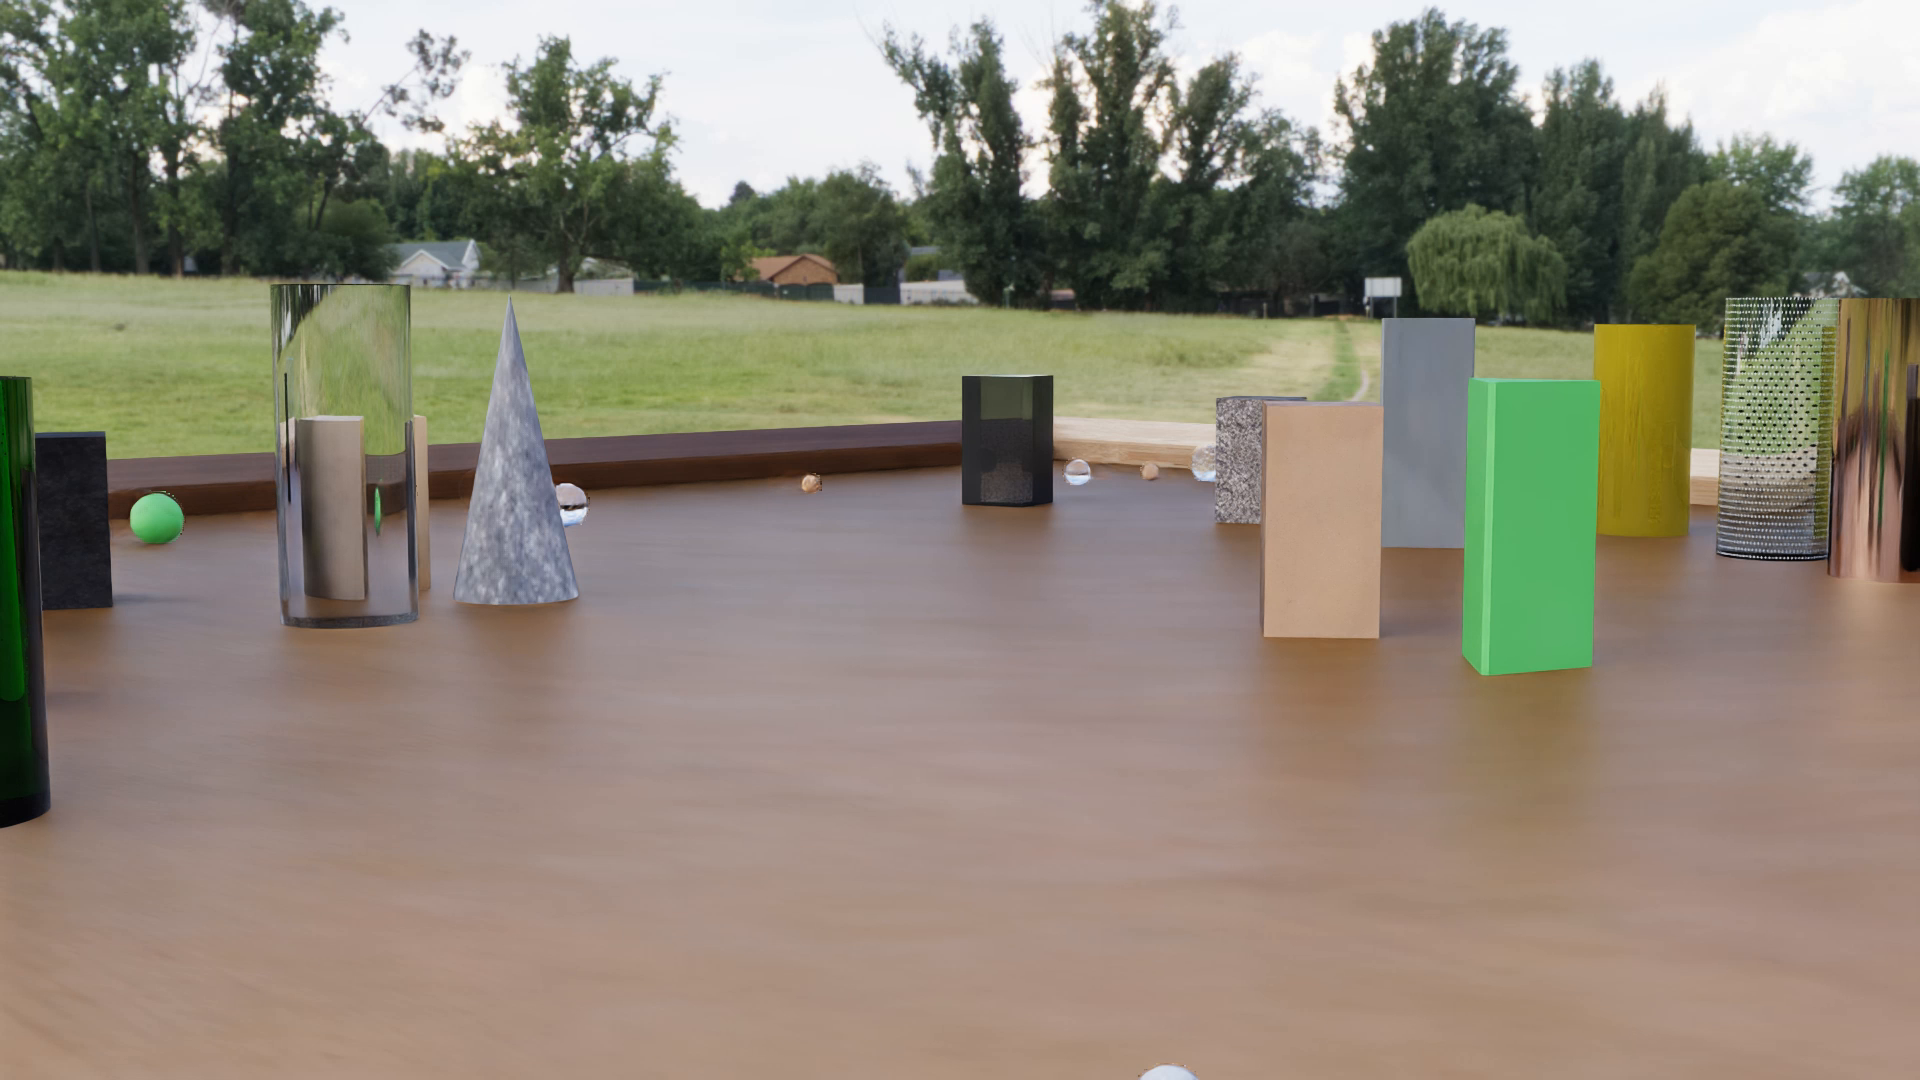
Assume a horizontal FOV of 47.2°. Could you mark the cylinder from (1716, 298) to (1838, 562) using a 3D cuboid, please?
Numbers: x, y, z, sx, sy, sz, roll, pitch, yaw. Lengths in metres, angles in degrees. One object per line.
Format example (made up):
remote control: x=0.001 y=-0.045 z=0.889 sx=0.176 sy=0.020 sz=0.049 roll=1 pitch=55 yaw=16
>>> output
cylinder: x=1.473 y=-0.203 z=3.963 sx=0.193 sy=0.464 sz=0.193 roll=0 pitch=6 yaw=0

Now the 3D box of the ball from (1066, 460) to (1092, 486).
ball: x=0.298 y=-0.170 z=5.555 sx=0.066 sy=0.066 sz=0.066 roll=0 pitch=6 yaw=0

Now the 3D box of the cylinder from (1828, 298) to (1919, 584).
cylinder: x=1.553 y=-0.169 z=3.652 sx=0.193 sy=0.462 sz=0.193 roll=0 pitch=6 yaw=0

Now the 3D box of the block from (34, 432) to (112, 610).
block: x=-1.370 y=-0.031 z=3.325 sx=0.155 sy=0.256 sz=0.155 roll=-2 pitch=6 yaw=-21

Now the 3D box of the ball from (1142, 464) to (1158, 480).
ball: x=0.497 y=-0.176 z=5.726 sx=0.043 sy=0.043 sz=0.043 roll=0 pitch=6 yaw=0

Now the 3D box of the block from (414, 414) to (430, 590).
block: x=-0.951 y=-0.062 z=3.527 sx=0.155 sy=0.275 sz=0.155 roll=-4 pitch=7 yaw=-30

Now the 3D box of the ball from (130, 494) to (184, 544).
ball: x=-1.524 y=-0.040 z=4.173 sx=0.097 sy=0.097 sz=0.097 roll=0 pitch=6 yaw=0

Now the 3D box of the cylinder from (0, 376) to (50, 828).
cylinder: x=-0.907 y=0.052 z=1.922 sx=0.193 sy=0.384 sz=0.193 roll=0 pitch=6 yaw=0

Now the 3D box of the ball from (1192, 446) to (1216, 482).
ball: x=0.643 y=-0.196 z=5.665 sx=0.094 sy=0.094 sz=0.094 roll=0 pitch=6 yaw=0

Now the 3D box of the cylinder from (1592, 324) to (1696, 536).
cylinder: x=1.359 y=-0.222 z=4.384 sx=0.193 sy=0.414 sz=0.193 roll=0 pitch=6 yaw=0

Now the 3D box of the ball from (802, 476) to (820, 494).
ball: x=-0.360 y=-0.134 z=5.314 sx=0.044 sy=0.044 sz=0.044 roll=0 pitch=6 yaw=0

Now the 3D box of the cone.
cone: x=-0.691 y=-0.146 z=3.396 sx=0.193 sy=0.469 sz=0.193 roll=0 pitch=6 yaw=0

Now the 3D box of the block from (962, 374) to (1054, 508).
block: x=0.110 y=-0.230 z=5.038 sx=0.155 sy=0.293 sz=0.155 roll=3 pitch=7 yaw=29

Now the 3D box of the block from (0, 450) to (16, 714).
block: x=-1.153 y=0.045 z=2.438 sx=0.155 sy=0.290 sz=0.155 roll=-4 pitch=7 yaw=-35

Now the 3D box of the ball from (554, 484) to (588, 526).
ball: x=-0.808 y=-0.072 z=4.514 sx=0.088 sy=0.088 sz=0.088 roll=0 pitch=6 yaw=0

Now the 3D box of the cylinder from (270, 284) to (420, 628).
cylinder: x=-0.878 y=-0.124 z=3.142 sx=0.193 sy=0.478 sz=0.193 roll=0 pitch=6 yaw=0

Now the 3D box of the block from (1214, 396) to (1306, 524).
block: x=0.635 y=-0.171 z=4.637 sx=0.155 sy=0.259 sz=0.155 roll=2 pitch=6 yaw=22

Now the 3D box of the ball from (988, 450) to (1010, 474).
ball: x=0.106 y=-0.214 z=5.989 sx=0.064 sy=0.064 sz=0.064 roll=0 pitch=6 yaw=0

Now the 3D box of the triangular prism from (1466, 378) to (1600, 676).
triangular prism: x=0.685 y=-0.023 z=2.764 sx=0.167 sy=0.357 sz=0.145 roll=-3 pitch=7 yaw=-25

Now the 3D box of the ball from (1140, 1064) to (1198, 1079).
ball: x=0.113 y=0.303 z=1.181 sx=0.040 sy=0.040 sz=0.040 roll=0 pitch=6 yaw=0

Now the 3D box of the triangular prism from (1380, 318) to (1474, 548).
triangular prism: x=0.878 y=-0.206 z=4.168 sx=0.167 sy=0.427 sz=0.145 roll=1 pitch=6 yaw=8

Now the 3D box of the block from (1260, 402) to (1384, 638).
block: x=0.499 y=-0.032 z=3.050 sx=0.155 sy=0.314 sz=0.155 roll=1 pitch=6 yaw=5

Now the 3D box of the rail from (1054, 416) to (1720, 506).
rail: x=1.743 y=-0.135 z=4.932 sx=0.045 sy=0.125 sz=4.416 roll=-6 pitch=8 yaw=-42

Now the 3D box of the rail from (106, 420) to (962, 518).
rail: x=-1.481 y=-0.135 z=4.928 sx=4.792 sy=0.125 sz=0.045 roll=-6 pitch=8 yaw=-42
